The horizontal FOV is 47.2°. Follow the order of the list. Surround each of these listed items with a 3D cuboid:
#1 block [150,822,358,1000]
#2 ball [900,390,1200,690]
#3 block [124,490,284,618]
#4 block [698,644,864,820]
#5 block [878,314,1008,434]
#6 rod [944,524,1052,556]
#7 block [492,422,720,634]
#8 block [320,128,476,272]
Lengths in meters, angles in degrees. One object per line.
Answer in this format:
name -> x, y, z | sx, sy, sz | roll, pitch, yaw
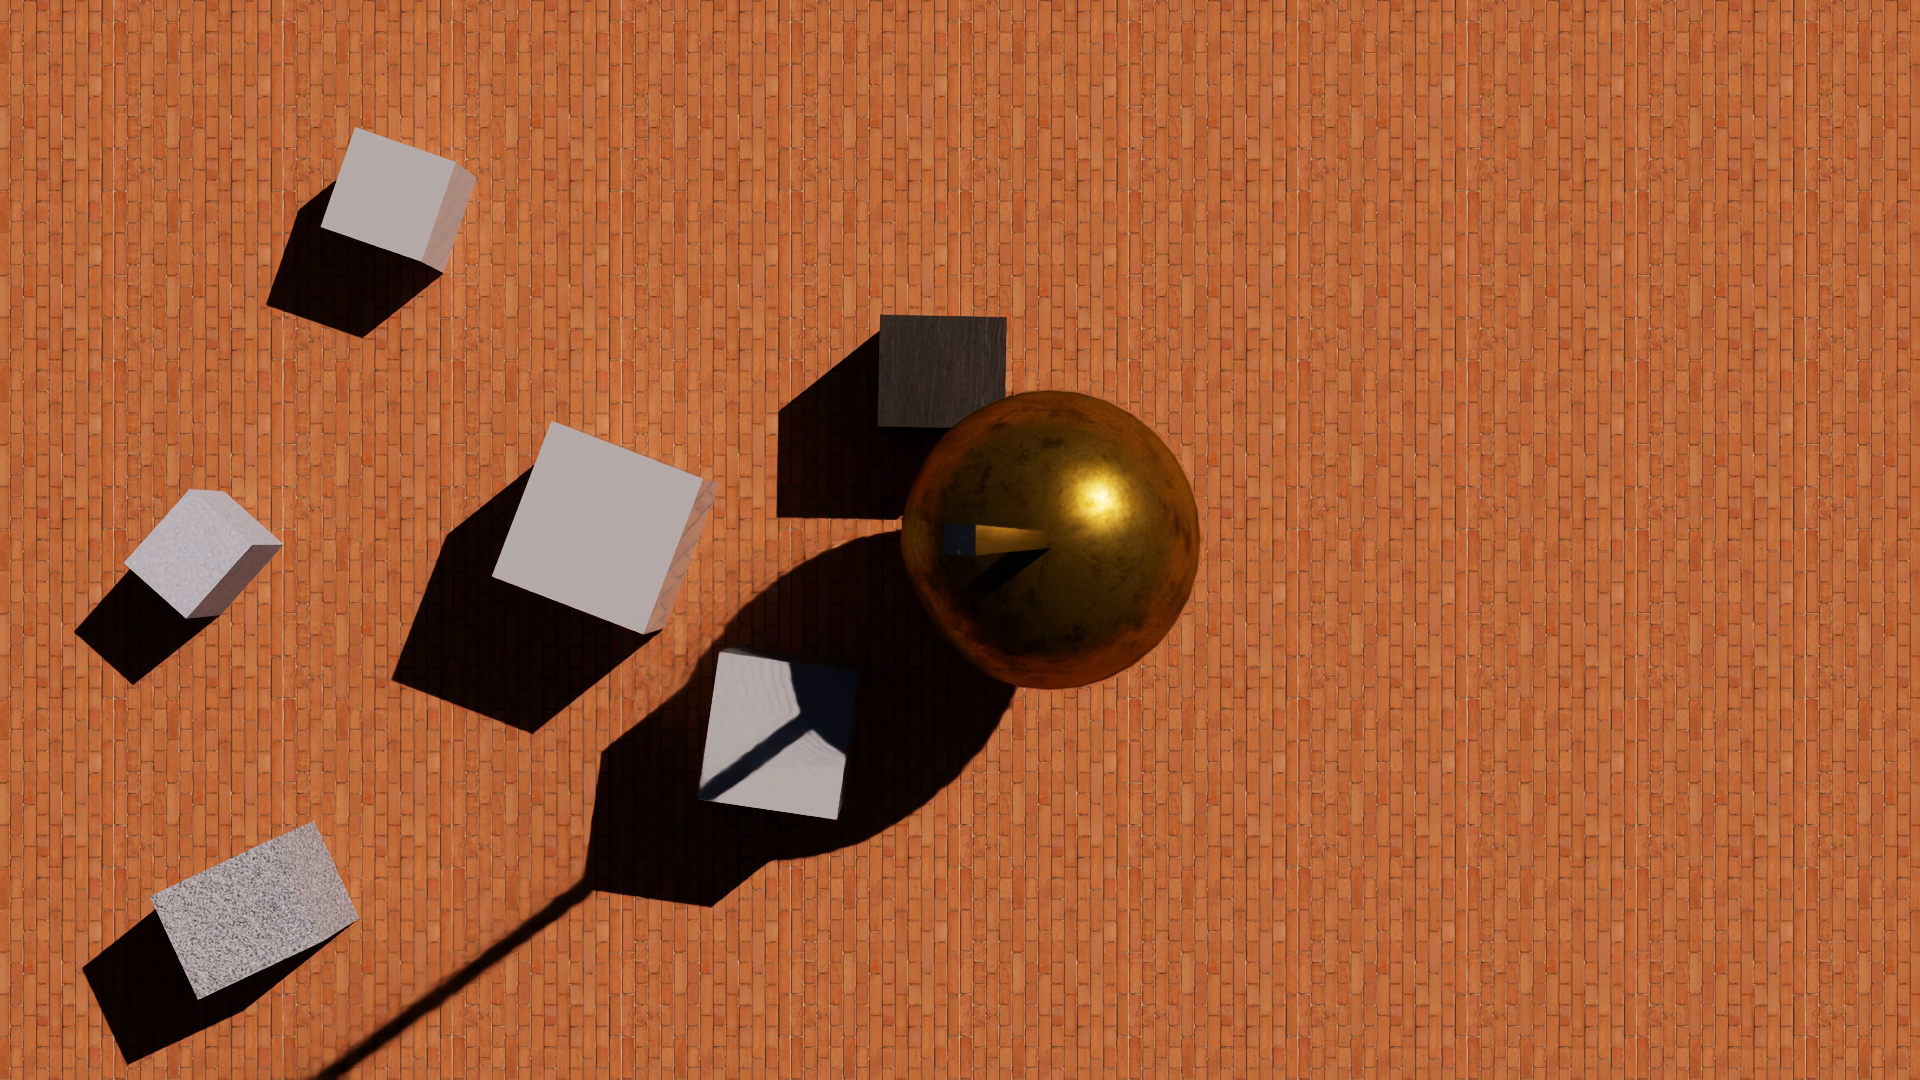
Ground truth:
block -> -4.029, 2.109, 12.616 | 0.760, 0.769, 0.635 | -25, 90, 0
ball -> 0.479, 0.000, 11.719 | 1.600, 1.600, 1.600 | 0, 90, 0
block -> -4.361, 0.078, 12.710 | 0.473, 0.581, 0.559 | 42, 90, 0
block -> -1.003, 1.079, 12.556 | 0.774, 0.888, 0.820 | 8, 90, 0
block -> -0.099, -0.941, 12.649 | 0.711, 0.703, 0.627 | 1, 90, 0
rod -> 0.208, 0.000, 8.330 | 0.080, 5.200, 0.080 | 0, 90, 5
block -> -1.998, -0.069, 12.561 | 0.895, 0.878, 0.919 | 21, 90, 0
block -> -3.239, -1.958, 12.730 | 0.604, 0.541, 0.598 | 19, 90, 0
